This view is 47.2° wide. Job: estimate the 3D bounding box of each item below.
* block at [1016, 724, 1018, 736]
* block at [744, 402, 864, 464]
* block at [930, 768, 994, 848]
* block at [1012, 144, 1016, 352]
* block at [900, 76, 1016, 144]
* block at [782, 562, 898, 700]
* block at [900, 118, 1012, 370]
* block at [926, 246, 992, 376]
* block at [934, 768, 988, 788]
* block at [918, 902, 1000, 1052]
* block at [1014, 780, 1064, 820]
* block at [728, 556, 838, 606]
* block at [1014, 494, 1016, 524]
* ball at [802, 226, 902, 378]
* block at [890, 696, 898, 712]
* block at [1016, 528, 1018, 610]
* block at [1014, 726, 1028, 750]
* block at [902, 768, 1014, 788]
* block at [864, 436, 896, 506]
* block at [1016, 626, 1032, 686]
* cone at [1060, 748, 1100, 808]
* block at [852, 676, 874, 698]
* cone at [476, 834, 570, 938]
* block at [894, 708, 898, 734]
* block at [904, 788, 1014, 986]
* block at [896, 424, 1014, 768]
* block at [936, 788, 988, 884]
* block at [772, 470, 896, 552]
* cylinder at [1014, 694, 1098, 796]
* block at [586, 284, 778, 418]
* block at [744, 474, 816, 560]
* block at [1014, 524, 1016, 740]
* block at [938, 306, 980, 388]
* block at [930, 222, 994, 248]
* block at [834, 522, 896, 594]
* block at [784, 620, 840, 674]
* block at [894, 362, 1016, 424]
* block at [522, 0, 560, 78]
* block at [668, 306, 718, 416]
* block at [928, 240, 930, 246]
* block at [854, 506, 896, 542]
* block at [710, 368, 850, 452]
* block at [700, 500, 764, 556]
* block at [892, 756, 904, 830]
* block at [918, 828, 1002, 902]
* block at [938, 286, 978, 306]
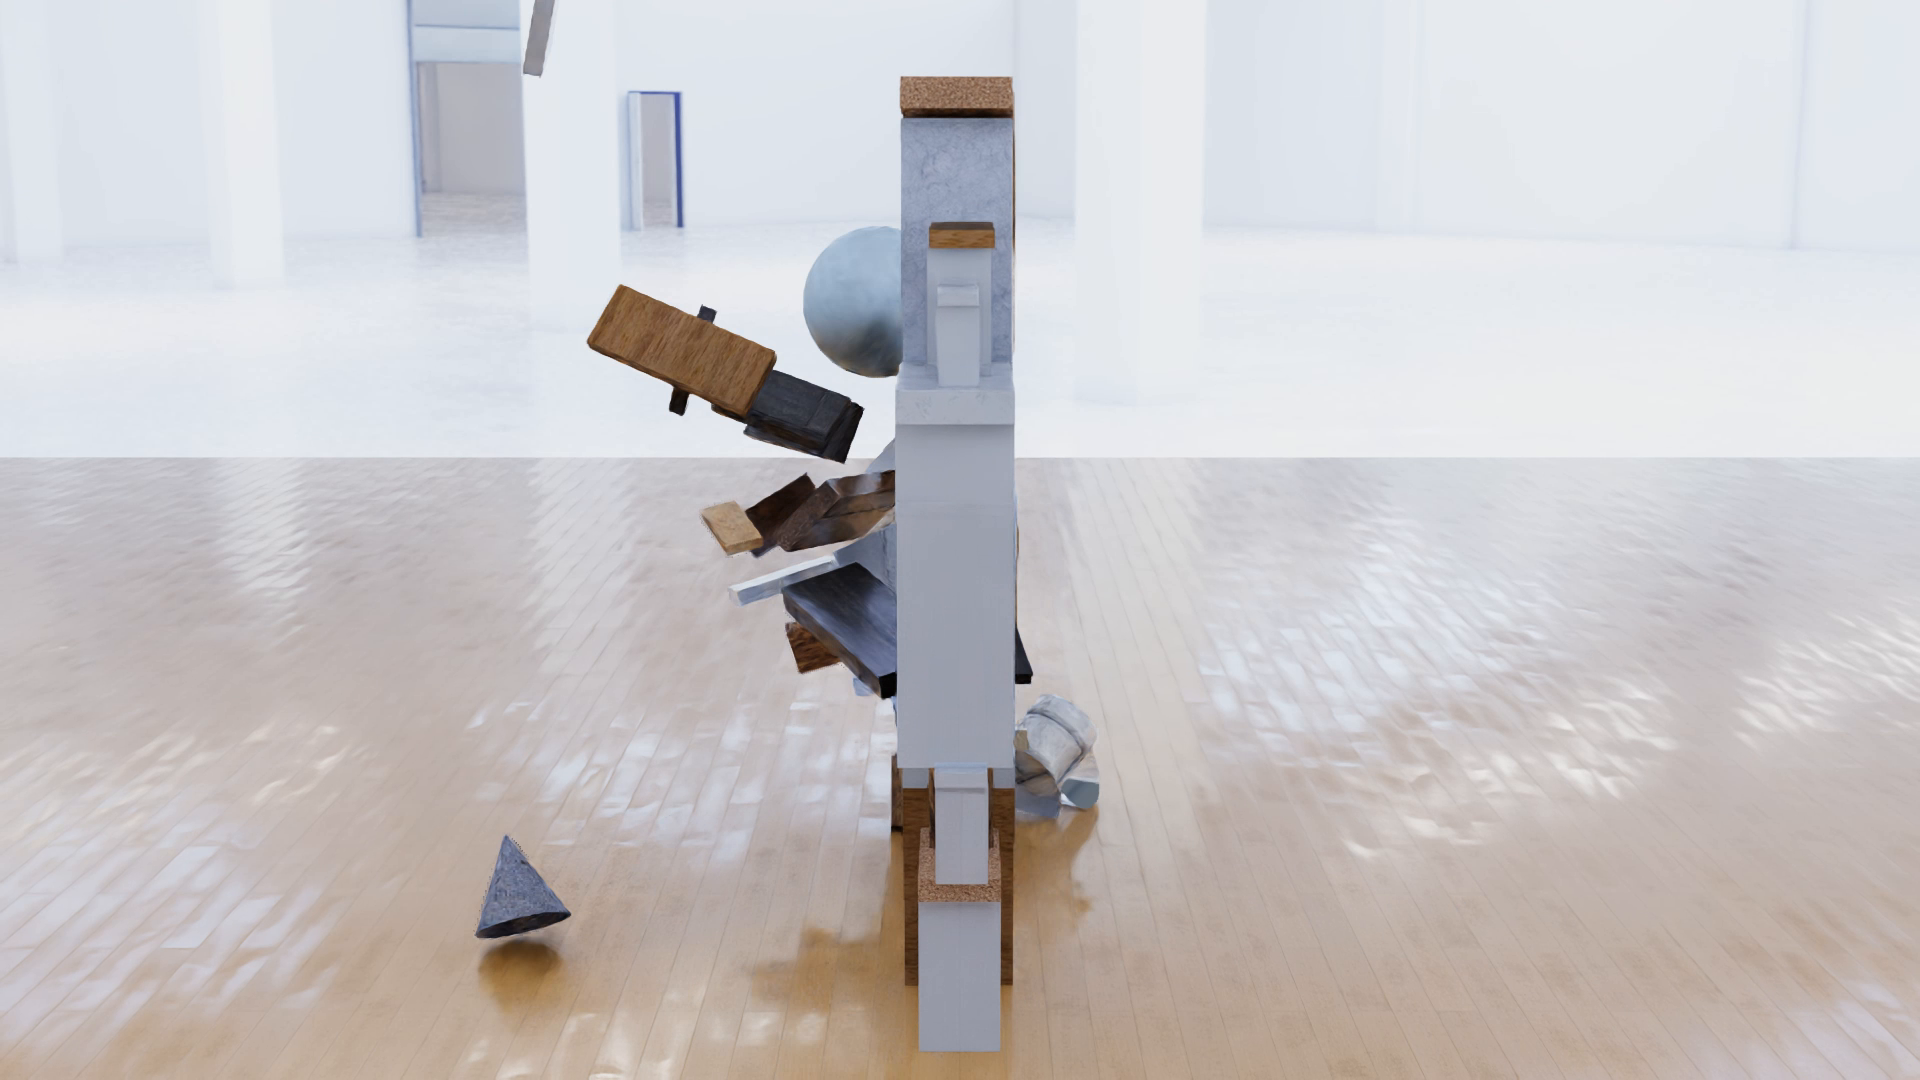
[{"bbox_3d":[0.061,0.309,3.607,0.065,0.018,0.130,6,-3,4],"label":"block"},{"bbox_3d":[-0.283,-0.214,3.968,0.214,0.107,0.030,16,-7,32],"label":"block"},{"bbox_3d":[0.002,0.288,3.087,0.090,0.292,0.026,0,10,0],"label":"block"},{"bbox_3d":[0.005,-0.442,3.337,0.157,0.313,0.044,0,6,3],"label":"block"},{"bbox_3d":[0.001,-0.622,3.209,0.157,0.044,0.313,0,0,2],"label":"block"},{"bbox_3d":[-0.147,0.142,3.553,0.143,0.040,0.386,-19,28,-21],"label":"block"},{"bbox_3d":[-0.003,-0.390,3.140,0.157,0.417,0.044,0,10,2],"label":"block"},{"bbox_3d":[-0.001,-0.305,2.939,0.085,0.171,0.024,0,12,0],"label":"block"},{"bbox_3d":[0.001,0.304,2.975,0.070,0.020,0.140,0,11,0],"label":"block"},{"bbox_3d":[-0.001,0.594,3.034,0.113,0.225,0.032,0,11,0],"label":"block"},{"bbox_3d":[0.118,0.464,4.081,0.143,0.072,0.020,14,22,17],"label":"block"},{"bbox_3d":[-0.333,0.076,4.188,0.202,0.029,0.101,-18,8,-13],"label":"block"},{"bbox_3d":[0.007,-0.044,3.319,0.156,0.044,0.311,0,-1,1],"label":"block"},{"bbox_3d":[-0.154,-0.448,4.150,0.285,0.285,0.285,0,11,0],"label":"ball"},{"bbox_3d":[-0.069,0.229,3.740,0.121,0.034,0.242,-27,34,-2],"label":"block"},{"bbox_3d":[0.008,0.129,3.355,0.156,0.311,0.044,1,-26,2],"label":"block"},{"bbox_3d":[0.024,0.334,3.794,0.119,0.034,0.238,-5,4,-16],"label":"block"},{"bbox_3d":[-0.002,0.304,3.302,0.161,0.046,0.322,0,11,0],"label":"block"},{"bbox_3d":[-0.083,-0.172,4.099,0.029,0.206,0.101,36,9,-40],"label":"block"},{"bbox_3d":[0.006,0.037,3.514,0.091,0.026,0.487,-6,49,-15],"label":"block"},{"bbox_3d":[0.145,0.454,4.188,0.174,0.174,0.174,-25,-3,30],"label":"cone"},{"bbox_3d":[-0.096,0.229,3.967,0.121,0.034,0.242,-9,8,18],"label":"block"},{"bbox_3d":[-0.694,0.527,3.424,0.148,0.148,0.148,-14,-16,-4],"label":"cone"},{"bbox_3d":[-0.053,0.391,4.117,0.117,0.234,0.033,-4,-13,-19],"label":"block"},{"bbox_3d":[-0.002,0.503,3.249,0.161,0.322,0.046,0,17,0],"label":"block"},{"bbox_3d":[-0.006,0.071,2.906,0.154,0.465,0.044,0,11,0],"label":"block"},{"bbox_3d":[0.002,0.392,2.948,0.070,0.140,0.020,0,13,0],"label":"block"},{"bbox_3d":[-0.202,-0.053,3.847,0.040,0.143,0.285,50,22,12],"label":"block"},{"bbox_3d":[0.160,0.375,4.015,0.133,0.133,0.133,10,49,44],"label":"cylinder"},{"bbox_3d":[-0.466,-0.318,3.687,0.297,0.117,0.033,24,-17,10],"label":"block"},{"bbox_3d":[-0.337,-0.045,4.136,0.169,0.085,0.024,-33,-7,-13],"label":"block"},{"bbox_3d":[0.004,0.134,3.231,0.156,0.311,0.044,0,6,2],"label":"block"},{"bbox_3d":[-0.002,-0.250,2.828,0.053,0.106,0.015,-1,11,0],"label":"block"},{"bbox_3d":[0.002,-0.413,2.978,0.085,0.024,0.171,0,12,0],"label":"block"},{"bbox_3d":[-0.115,0.100,3.806,0.143,0.040,0.285,-26,47,4],"label":"block"},{"bbox_3d":[-0.216,0.176,4.111,0.203,0.101,0.029,-16,37,-2],"label":"block"},{"bbox_3d":[-0.007,-0.200,2.958,0.154,0.044,0.308,0,12,0],"label":"block"},{"bbox_3d":[-0.709,-0.928,3.777,0.033,0.234,0.117,12,34,-9],"label":"block"},{"bbox_3d":[-0.487,-0.325,4.004,0.030,0.107,0.214,21,-29,-4],"label":"block"},{"bbox_3d":[0.000,-0.328,3.050,0.086,0.171,0.024,-1,11,-3],"label":"block"},{"bbox_3d":[-0.119,-0.038,4.219,0.085,0.024,0.169,29,72,41],"label":"block"},{"bbox_3d":[-0.308,-0.233,3.787,0.214,0.030,0.107,21,59,15],"label":"block"},{"bbox_3d":[-0.410,-0.023,3.952,0.067,0.019,0.178,-15,27,-16],"label":"block"},{"bbox_3d":[-0.090,0.463,4.030,0.072,0.143,0.020,0,-33,-2],"label":"block"},{"bbox_3d":[-0.001,0.454,3.084,0.113,0.032,0.225,0,11,0],"label":"block"},{"bbox_3d":[-0.003,-0.317,2.852,0.053,0.015,0.106,-1,12,0],"label":"block"}]
